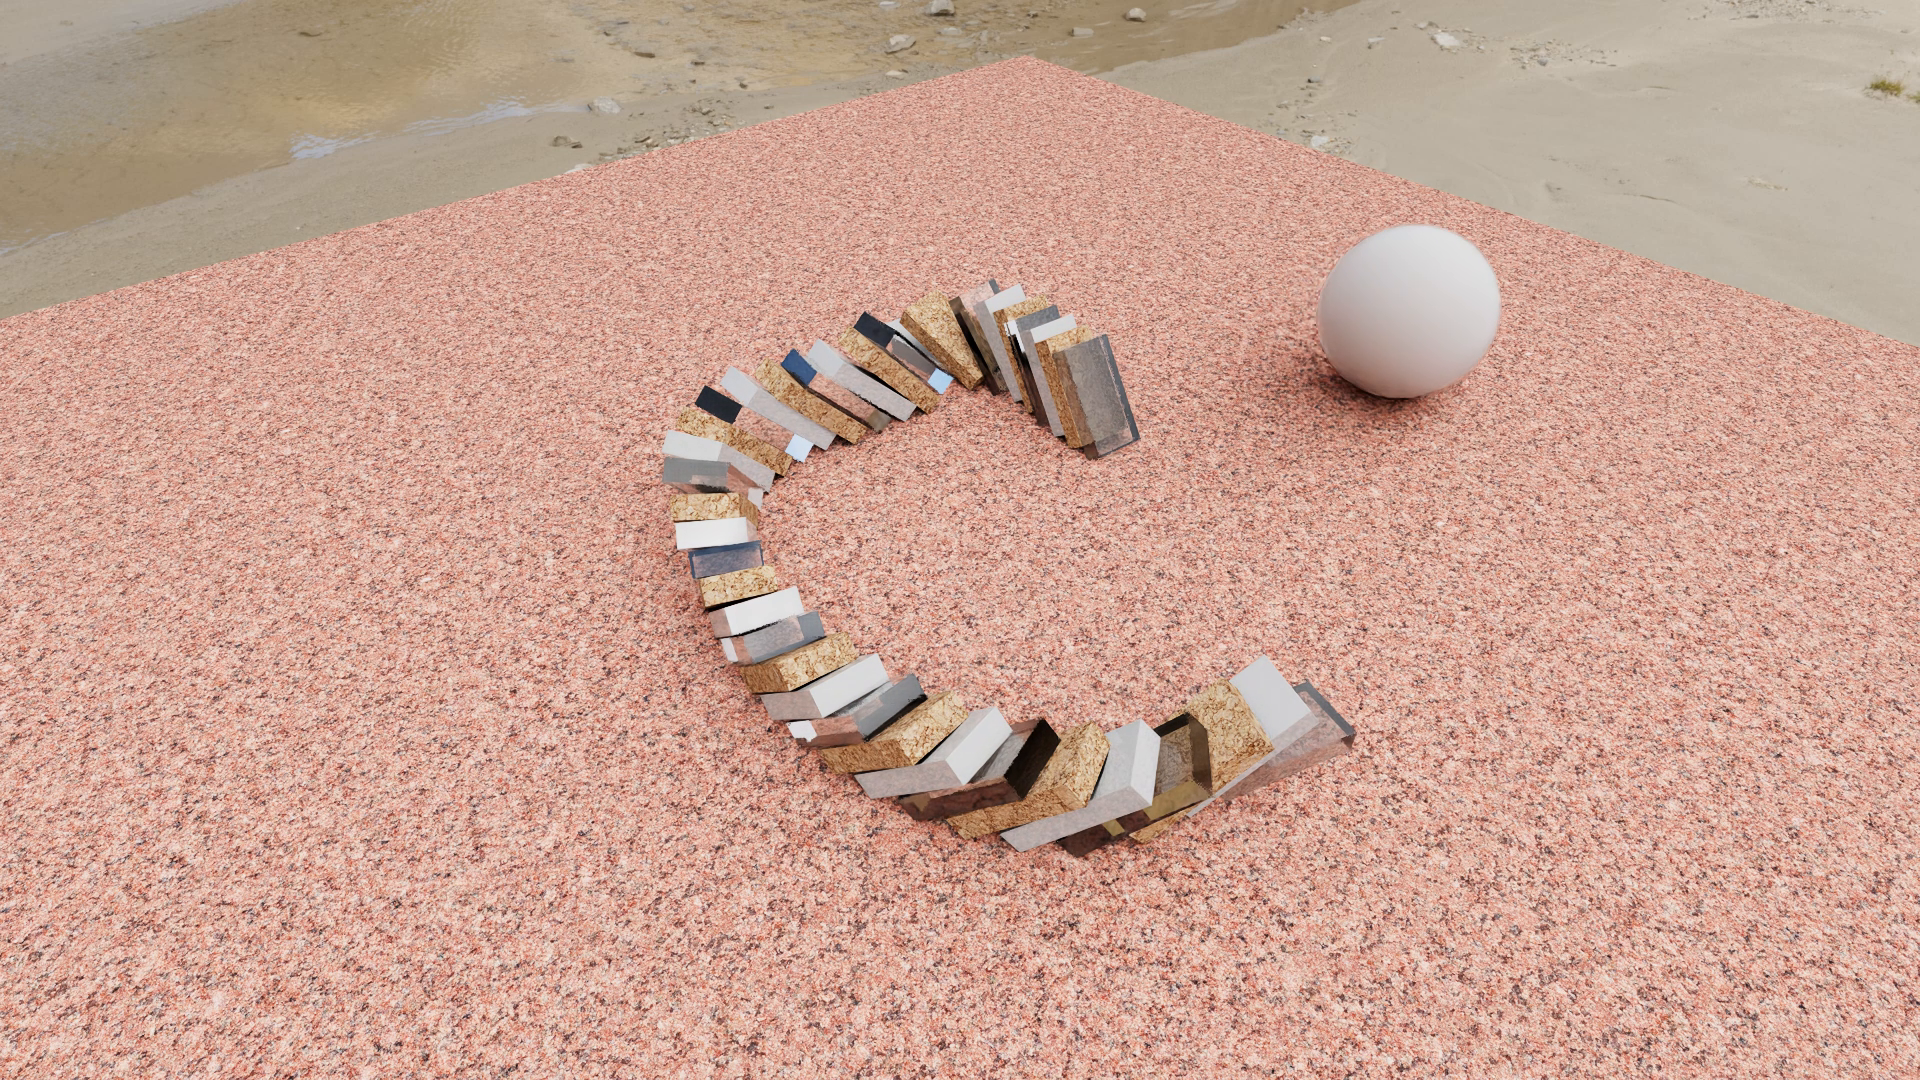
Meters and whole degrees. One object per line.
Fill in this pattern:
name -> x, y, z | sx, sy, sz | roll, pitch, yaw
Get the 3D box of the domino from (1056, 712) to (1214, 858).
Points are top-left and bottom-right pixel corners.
domino -> 0.051, 0.073, 0.328 | 0.050, 0.010, 0.025 | -34, 28, 30

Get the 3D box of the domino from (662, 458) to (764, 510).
domino -> -0.099, -0.022, 0.444 | 0.025, 0.050, 0.009 | 5, 81, 6

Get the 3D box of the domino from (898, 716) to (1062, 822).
domino -> 0.005, 0.070, 0.333 | 0.050, 0.009, 0.025 | -25, 17, 45

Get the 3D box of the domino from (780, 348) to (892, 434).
domino -> -0.056, -0.067, 0.500 | 0.009, 0.050, 0.025 | -52, 48, 9

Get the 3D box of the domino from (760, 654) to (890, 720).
domino -> -0.045, 0.048, 0.360 | 0.025, 0.009, 0.050 | -27, 4, -29

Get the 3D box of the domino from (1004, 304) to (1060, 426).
domino -> 0.041, -0.082, 0.514 | 0.025, 0.050, 0.010 | -25, 11, -27

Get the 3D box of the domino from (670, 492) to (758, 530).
domino -> -0.095, -0.011, 0.431 | 0.025, 0.010, 0.050 | -2, -4, -2

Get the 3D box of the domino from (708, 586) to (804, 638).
domino -> -0.073, 0.026, 0.387 | 0.025, 0.010, 0.050 | -17, 0, -20

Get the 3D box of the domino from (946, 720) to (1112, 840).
domino -> 0.020, 0.072, 0.330 | 0.050, 0.010, 0.025 | -28, 20, 40

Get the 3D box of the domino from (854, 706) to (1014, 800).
domino -> -0.009, 0.066, 0.338 | 0.050, 0.010, 0.025 | -23, 14, 50

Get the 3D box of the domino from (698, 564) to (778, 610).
domino -> -0.081, 0.017, 0.398 | 0.025, 0.009, 0.050 | -12, -2, -14

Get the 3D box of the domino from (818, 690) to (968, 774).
domino -> -0.022, 0.061, 0.344 | 0.025, 0.010, 0.050 | -36, 9, -36

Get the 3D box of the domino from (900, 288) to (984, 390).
domino -> -0.003, -0.100, 0.546 | 0.050, 0.010, 0.025 | 44, 57, 6

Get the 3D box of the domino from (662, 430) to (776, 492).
domino -> -0.099, -0.032, 0.456 | 0.025, 0.050, 0.009 | 14, 84, 17

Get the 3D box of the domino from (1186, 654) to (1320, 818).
domino -> 0.084, 0.062, 0.347 | 0.050, 0.009, 0.025 | -39, 45, 8

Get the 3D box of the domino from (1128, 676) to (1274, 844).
domino -> 0.068, 0.067, 0.337 | 0.050, 0.010, 0.025 | -42, 39, 16

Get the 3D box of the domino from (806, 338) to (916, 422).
domino -> -0.045, -0.073, 0.508 | 0.050, 0.010, 0.025 | 26, 15, -47

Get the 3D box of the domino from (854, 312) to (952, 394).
domino -> -0.027, -0.089, 0.524 | 0.025, 0.050, 0.010 | 36, 92, 36

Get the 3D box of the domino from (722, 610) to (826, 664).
domino -> -0.065, 0.034, 0.378 | 0.025, 0.009, 0.050 | -19, 1, -22

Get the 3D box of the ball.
ball -> 0.210, -0.107, 0.518 | 0.080, 0.080, 0.080 | 0, 39, 0

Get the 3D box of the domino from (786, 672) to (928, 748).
domino -> -0.034, 0.055, 0.352 | 0.025, 0.009, 0.050 | -32, 6, -33

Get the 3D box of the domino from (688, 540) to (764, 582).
domino -> -0.086, 0.008, 0.409 | 0.025, 0.009, 0.050 | -10, -2, -12

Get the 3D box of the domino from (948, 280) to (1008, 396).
domino -> 0.016, -0.099, 0.536 | 0.025, 0.050, 0.010 | -34, 13, -34

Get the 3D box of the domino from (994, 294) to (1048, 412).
domino -> 0.036, -0.088, 0.522 | 0.025, 0.050, 0.009 | -25, 11, -28

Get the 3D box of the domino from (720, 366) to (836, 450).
domino -> -0.080, -0.058, 0.488 | 0.025, 0.050, 0.010 | 40, 98, 40

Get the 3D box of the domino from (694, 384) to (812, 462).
domino -> -0.089, -0.050, 0.478 | 0.025, 0.050, 0.010 | 29, 91, 31

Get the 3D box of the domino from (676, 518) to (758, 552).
domino -> -0.092, -0.001, 0.420 | 0.025, 0.010, 0.050 | -5, -3, -6

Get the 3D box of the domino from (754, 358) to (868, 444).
domino -> -0.066, -0.062, 0.493 | 0.010, 0.050, 0.025 | -52, 48, 9

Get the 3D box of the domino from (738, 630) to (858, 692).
domino -> -0.055, 0.041, 0.368 | 0.025, 0.010, 0.050 | -24, 3, -26

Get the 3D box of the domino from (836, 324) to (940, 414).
domino -> -0.033, -0.079, 0.513 | 0.010, 0.050, 0.025 | -50, 49, 7

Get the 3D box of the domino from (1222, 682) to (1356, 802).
domino -> 0.102, 0.066, 0.363 | 0.050, 0.009, 0.025 | -16, 42, -19

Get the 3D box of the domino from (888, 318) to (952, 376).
domino -> -0.017, -0.100, 0.565 | 0.025, 0.010, 0.050 | -29, 47, -31

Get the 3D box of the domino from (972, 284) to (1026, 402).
domino -> 0.028, -0.095, 0.530 | 0.025, 0.050, 0.009 | -34, 15, -34

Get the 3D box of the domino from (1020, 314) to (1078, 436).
domino -> 0.048, -0.076, 0.507 | 0.025, 0.050, 0.010 | -25, 11, -27

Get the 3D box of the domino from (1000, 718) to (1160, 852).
domino -> 0.036, 0.074, 0.328 | 0.050, 0.010, 0.025 | -31, 24, 35

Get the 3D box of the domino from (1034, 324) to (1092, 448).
domino -> 0.054, -0.070, 0.499 | 0.025, 0.050, 0.009 | -25, 11, -27

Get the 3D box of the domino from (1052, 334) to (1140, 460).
domino -> 0.061, -0.064, 0.492 | 0.025, 0.050, 0.010 | -25, 11, -27

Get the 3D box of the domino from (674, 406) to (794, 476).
domino -> -0.095, -0.041, 0.468 | 0.025, 0.050, 0.010 | 22, 87, 24
